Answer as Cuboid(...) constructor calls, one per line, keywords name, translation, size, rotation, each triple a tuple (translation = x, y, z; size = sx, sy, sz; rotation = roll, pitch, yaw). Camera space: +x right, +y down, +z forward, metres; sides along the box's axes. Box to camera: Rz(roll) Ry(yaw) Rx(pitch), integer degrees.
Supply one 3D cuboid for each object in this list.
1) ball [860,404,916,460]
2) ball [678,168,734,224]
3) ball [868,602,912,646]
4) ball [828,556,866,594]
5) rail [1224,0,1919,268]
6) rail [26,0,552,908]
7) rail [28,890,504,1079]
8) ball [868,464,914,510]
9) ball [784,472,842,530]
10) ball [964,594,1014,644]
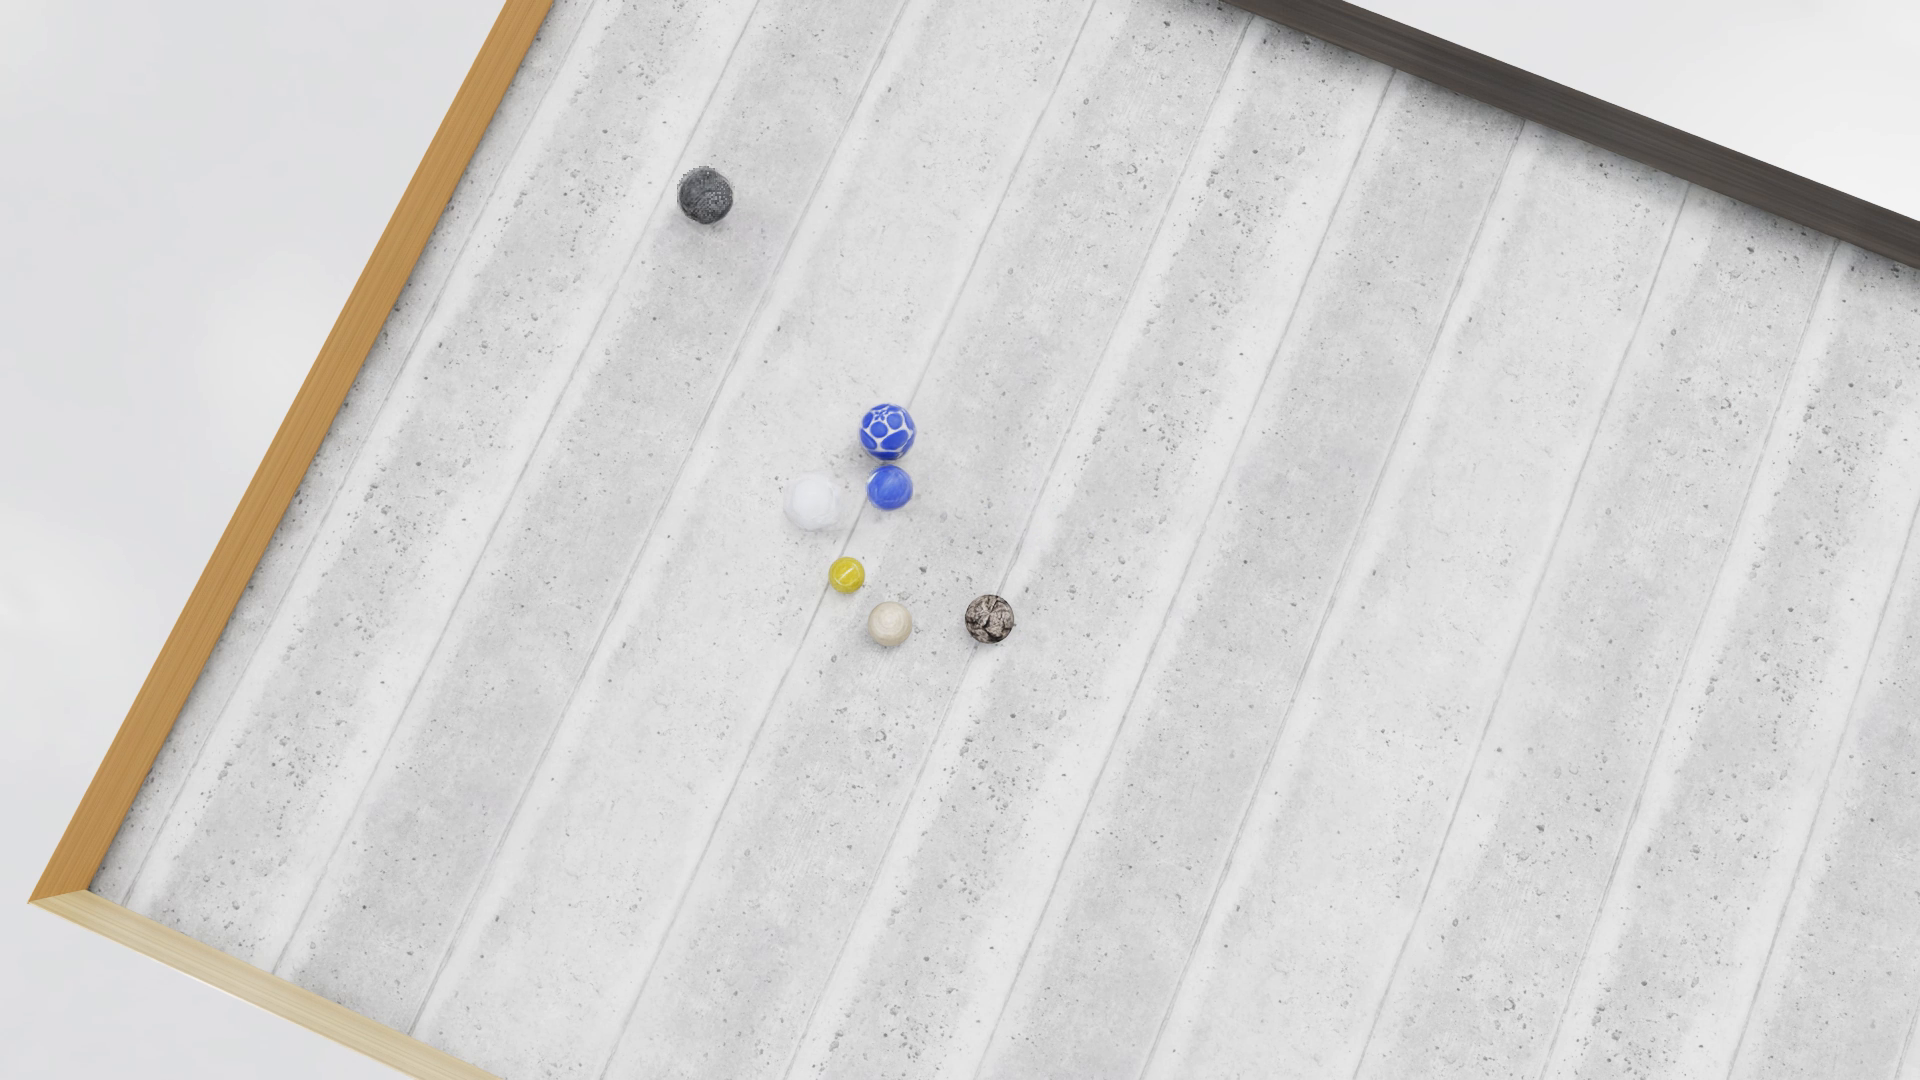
Cuboid(name="ball", translation=(-0.110, -0.165, 3.374), size=(0.088, 0.088, 0.088), rotation=(0, 76, 0))
Cuboid(name="ball", translation=(-0.401, -0.542, 3.472), size=(0.086, 0.086, 0.086), rotation=(0, 76, 0))
Cuboid(name="ball", translation=(-0.105, 0.126, 3.308), size=(0.068, 0.068, 0.068), rotation=(0, 76, 0))
Cuboid(name="ball", translation=(-0.172, 0.053, 3.333), size=(0.057, 0.057, 0.057), rotation=(0, 76, 0))
Cuboid(name="rail", translation=(1.317, -0.519, 3.450), size=(4.001, 0.115, 0.045), rotation=(23, 77, 6))
Cuboid(name="rail", translation=(-0.897, -0.379, 3.414), size=(0.045, 0.115, 2.064), rotation=(23, 77, 6))
Cuboid(name="rail", translation=(0.521, 1.274, 2.986), size=(4.001, 0.115, 0.045), rotation=(23, 77, 6))
Cuboid(name="ball", translation=(-0.106, -0.080, 3.361), size=(0.070, 0.070, 0.070), rotation=(0, 76, 0))
Cuboid(name="ball", translation=(-0.223, -0.060, 3.346), size=(0.089, 0.089, 0.089), rotation=(0, 76, 0))
Cuboid(name="ball", translation=(0.044, 0.119, 3.307), size=(0.075, 0.075, 0.075), rotation=(0, 76, 0))
